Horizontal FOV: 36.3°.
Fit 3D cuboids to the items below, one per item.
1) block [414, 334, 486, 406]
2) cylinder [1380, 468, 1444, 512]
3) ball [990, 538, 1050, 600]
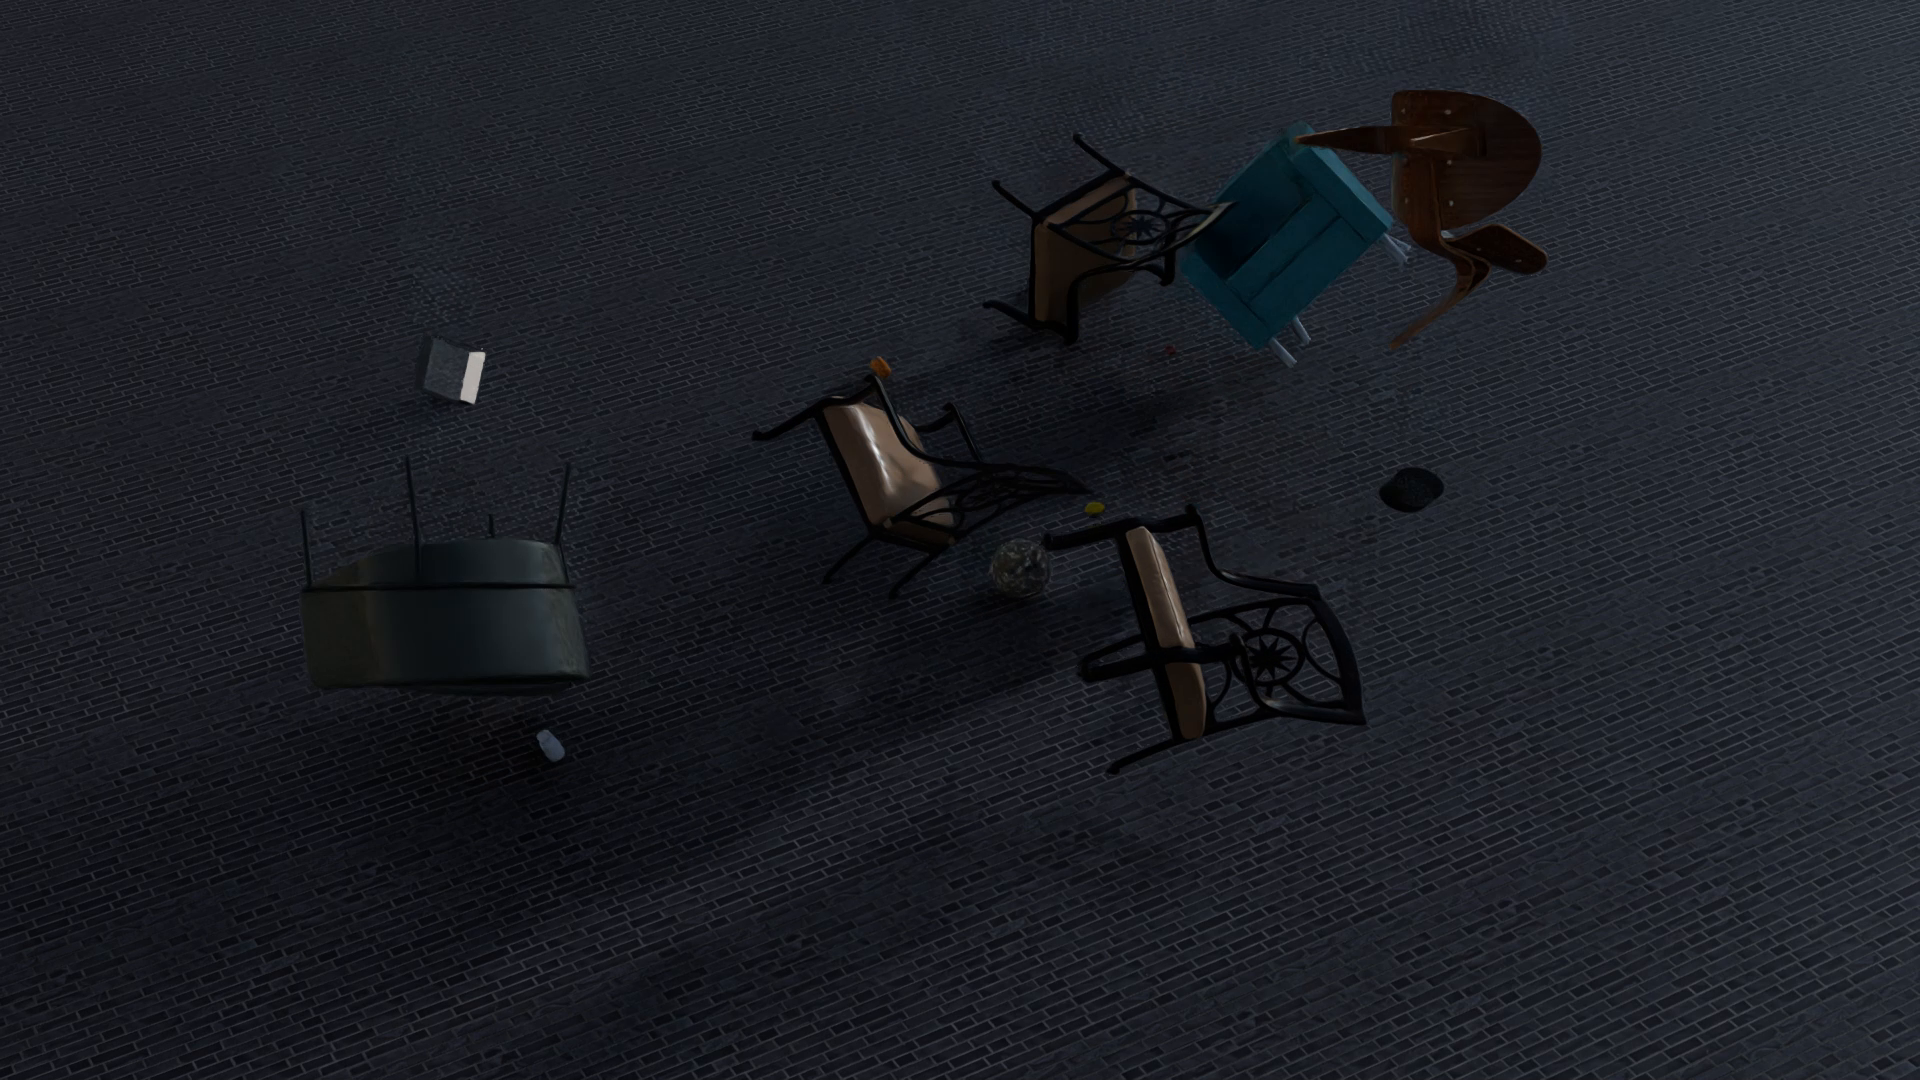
[{"bbox_3d":[-2.044,-0.683,11.751,0.239,0.221,0.101,21,14,27],"label":"block"},{"bbox_3d":[1.622,-0.180,10.535,0.184,0.166,0.116,13,73,-8],"label":"cylinder"},{"bbox_3d":[0.217,0.105,10.586,0.219,0.219,0.219,0,33,0],"label":"ball"}]
